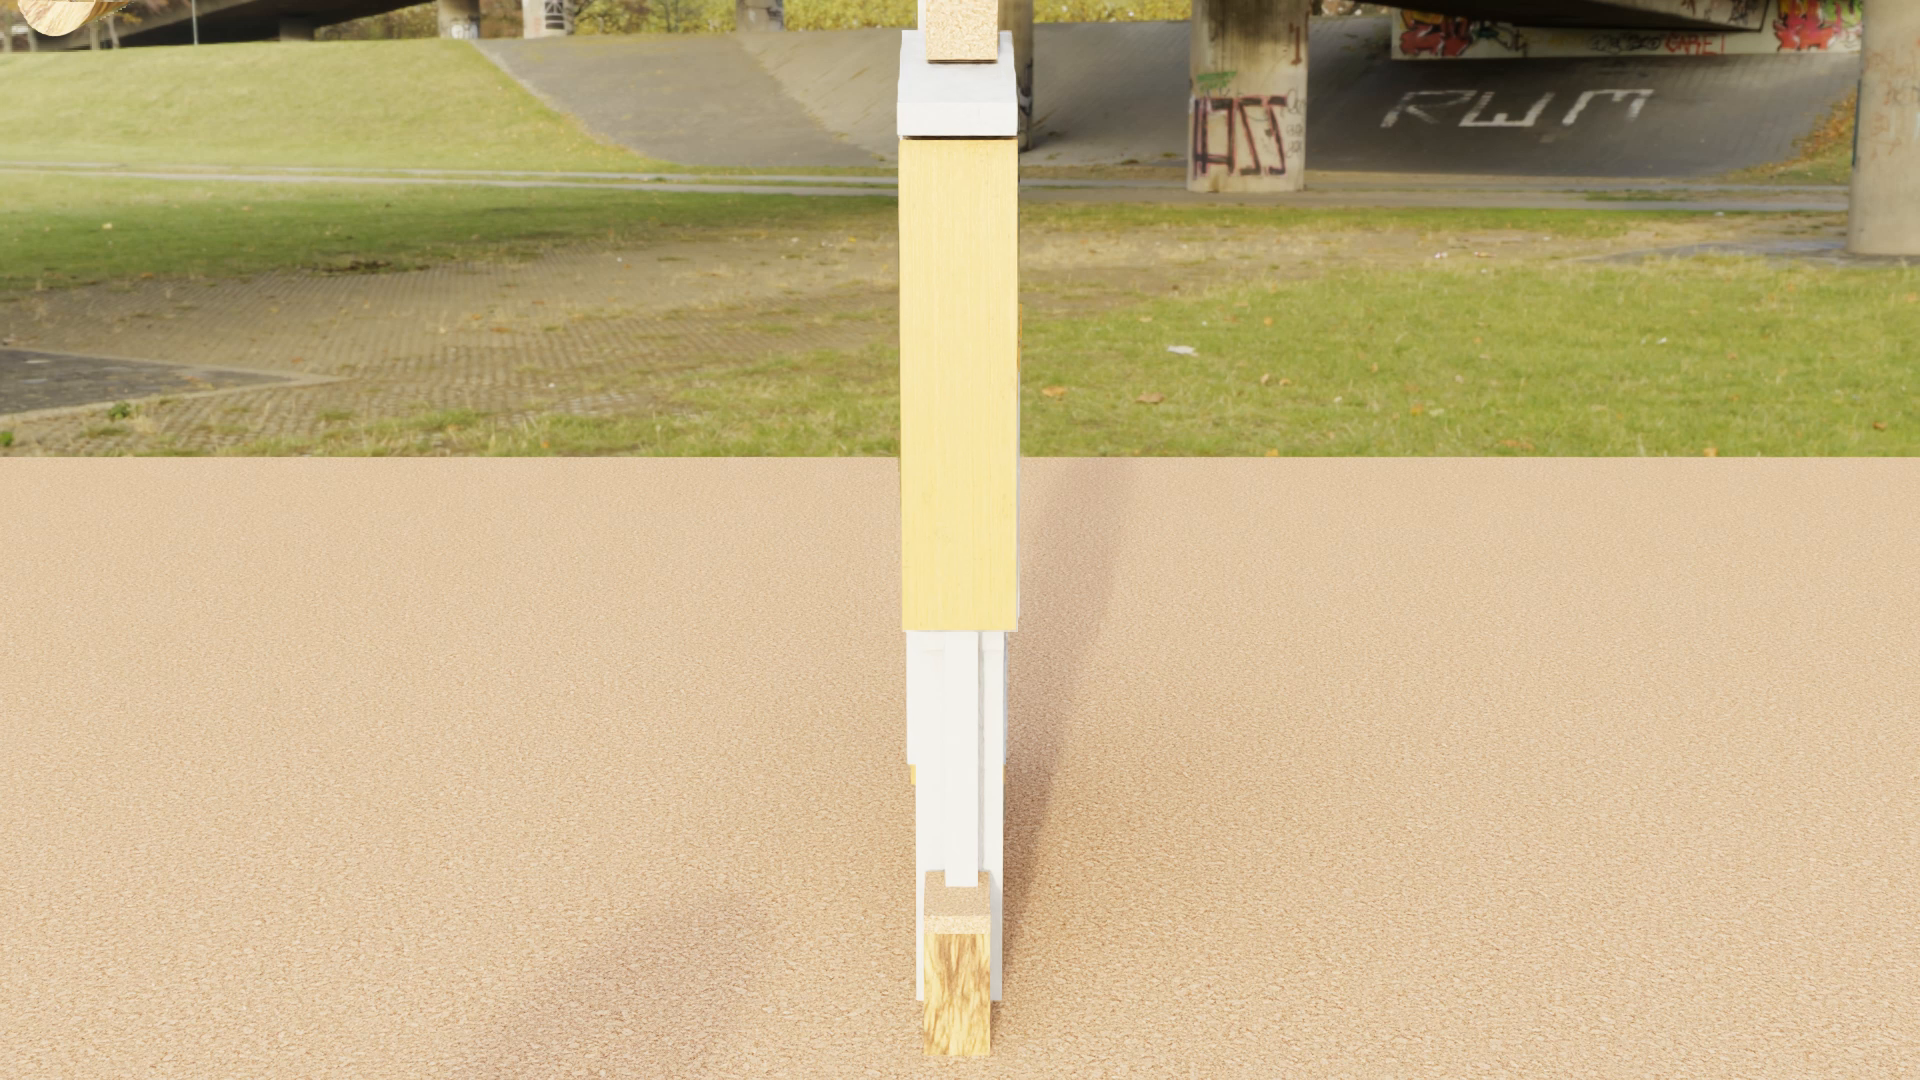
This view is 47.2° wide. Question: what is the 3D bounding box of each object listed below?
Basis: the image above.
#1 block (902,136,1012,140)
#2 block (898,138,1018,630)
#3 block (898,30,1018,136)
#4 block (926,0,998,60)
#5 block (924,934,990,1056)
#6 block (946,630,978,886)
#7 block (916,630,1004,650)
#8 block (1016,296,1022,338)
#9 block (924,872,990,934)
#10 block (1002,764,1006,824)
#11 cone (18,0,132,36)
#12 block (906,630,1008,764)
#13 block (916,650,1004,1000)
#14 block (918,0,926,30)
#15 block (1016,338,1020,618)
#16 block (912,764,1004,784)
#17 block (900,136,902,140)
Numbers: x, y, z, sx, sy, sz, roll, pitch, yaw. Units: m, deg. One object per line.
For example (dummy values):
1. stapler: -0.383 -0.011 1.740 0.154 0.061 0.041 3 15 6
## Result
1. block: -0.004 -0.492 3.088 0.153 0.307 0.043 0 11 -1
2. block: -0.002 -0.203 2.931 0.153 0.652 0.043 0 11 -1
3. block: -0.004 -0.617 2.956 0.153 0.043 0.307 0 30 0
4. block: 0.002 -0.737 2.935 0.095 0.190 0.027 0 8 0
5. block: -0.004 0.617 3.024 0.091 0.182 0.026 0 11 0
6. block: 0.002 0.261 3.071 0.045 0.451 0.013 0 6 0
7. block: -0.001 0.115 3.218 0.125 0.035 0.249 0 11 0
8. block: -0.002 -0.332 3.197 0.167 0.047 0.334 0 11 -1
9. block: -0.004 0.504 3.064 0.091 0.026 0.182 0 11 0
10. block: 0.003 0.358 4.035 0.161 0.322 0.046 0 11 0
11. cone: -1.904 -1.214 4.853 0.237 0.237 0.237 4 4 22
12. block: -0.005 0.193 3.413 0.154 0.309 0.044 0 10 0
13. block: -0.001 0.409 3.187 0.125 0.532 0.035 0 10 0
14. block: -0.016 -0.719 3.291 0.091 0.378 0.026 2 11 7
15. block: 0.001 -0.091 3.127 0.167 0.402 0.047 0 11 0
16. block: -0.004 0.202 3.627 0.154 0.403 0.044 0 11 0
17. block: -0.007 -0.532 3.466 0.173 0.346 0.049 0 10 0
